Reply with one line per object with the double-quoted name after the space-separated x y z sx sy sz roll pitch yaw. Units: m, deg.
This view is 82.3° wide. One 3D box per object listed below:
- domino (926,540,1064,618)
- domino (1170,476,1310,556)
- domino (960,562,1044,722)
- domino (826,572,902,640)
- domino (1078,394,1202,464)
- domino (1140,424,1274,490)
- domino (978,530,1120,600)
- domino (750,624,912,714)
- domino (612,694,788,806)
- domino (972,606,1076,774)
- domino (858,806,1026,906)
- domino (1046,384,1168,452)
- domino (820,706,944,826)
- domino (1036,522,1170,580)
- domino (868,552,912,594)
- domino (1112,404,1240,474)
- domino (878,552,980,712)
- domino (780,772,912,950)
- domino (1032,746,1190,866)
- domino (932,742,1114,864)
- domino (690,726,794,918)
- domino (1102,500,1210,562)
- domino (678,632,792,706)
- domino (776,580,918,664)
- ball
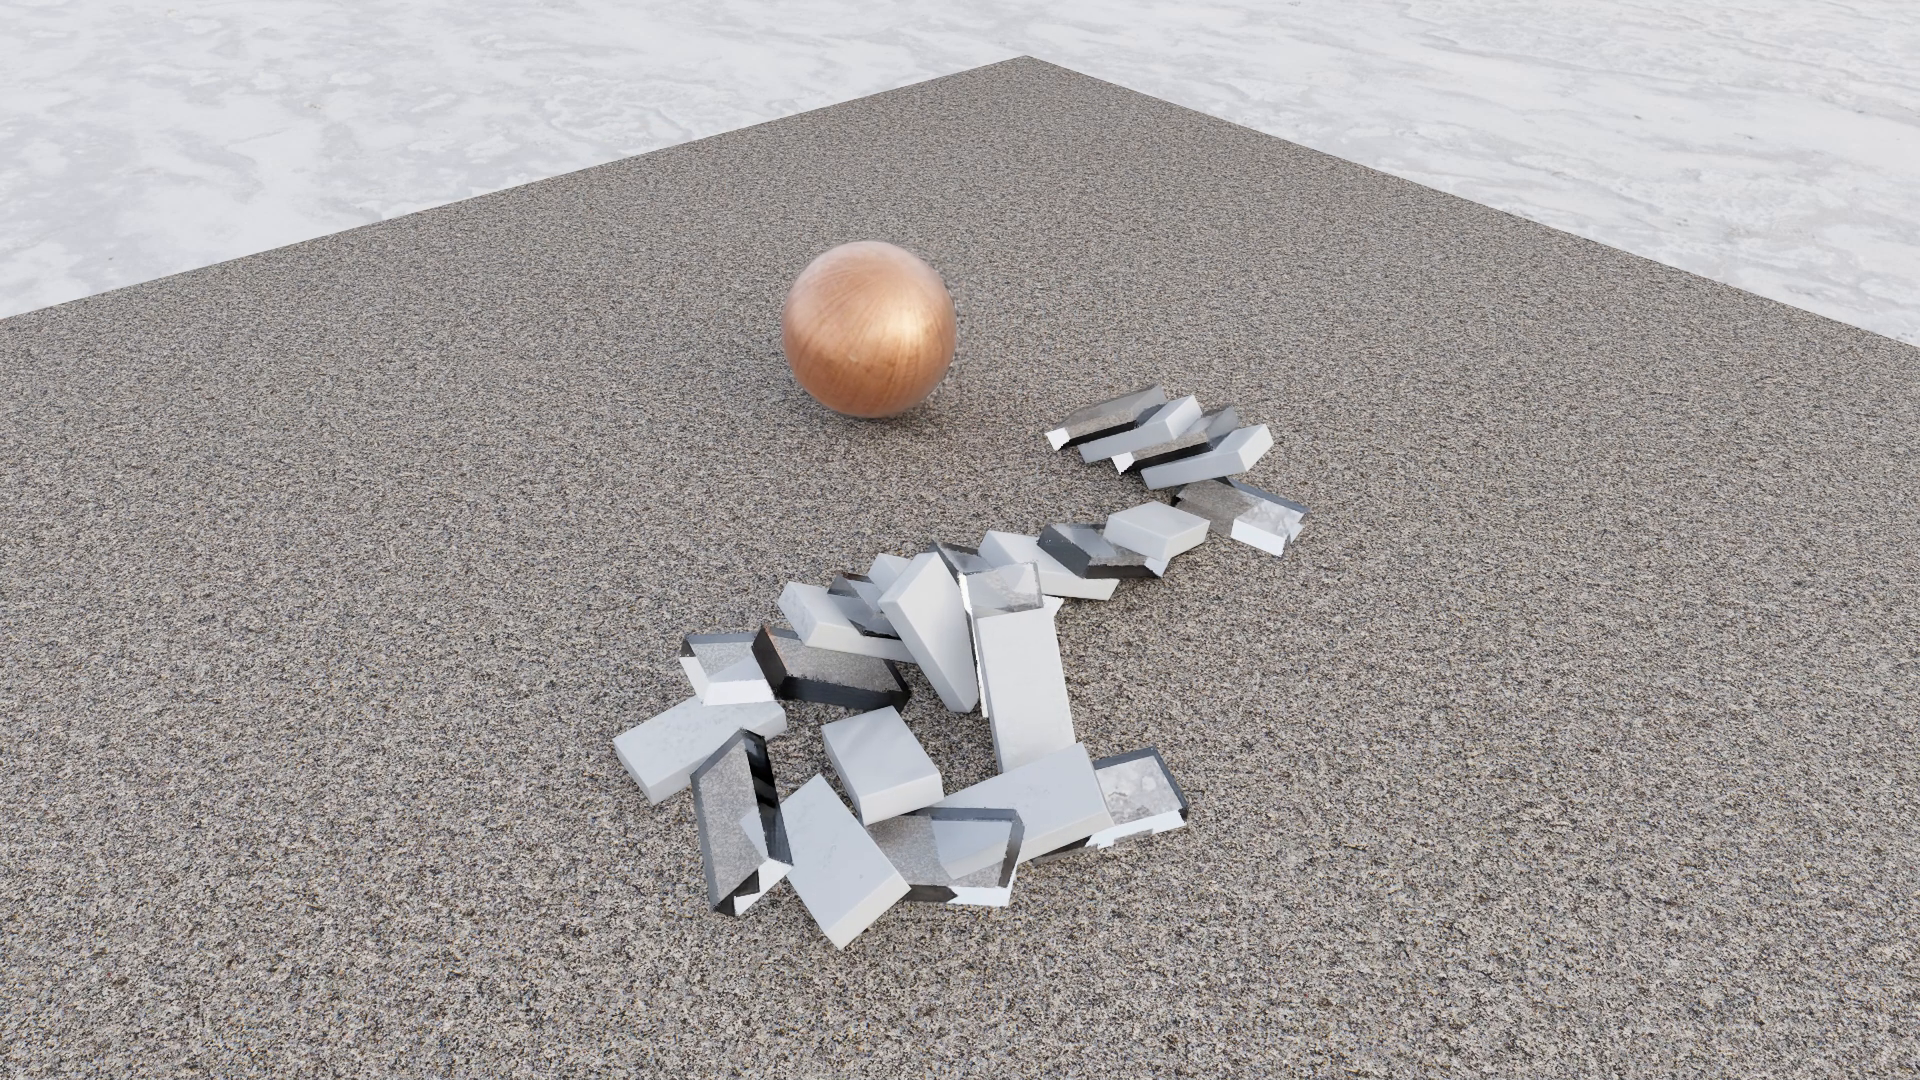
0.012 0.015 0.405 0.050 0.010 0.025 13 26 -40 "domino"
0.116 -0.012 0.459 0.050 0.010 0.025 24 45 27 "domino"
0.017 0.034 0.373 0.025 0.050 0.009 -10 4 -12 "domino"
-0.020 0.025 0.392 0.050 0.009 0.025 13 23 -45 "domino"
0.078 -0.048 0.480 0.050 0.010 0.025 -12 21 48 "domino"
0.104 -0.035 0.465 0.050 0.010 0.025 -10 23 48 "domino"
0.034 0.010 0.414 0.050 0.009 0.025 8 29 -39 "domino"
-0.043 0.044 0.368 0.050 0.010 0.025 16 23 -39 "domino"
-0.086 0.064 0.365 0.050 0.010 0.025 -27 47 -29 "domino"
0.021 0.049 0.359 0.025 0.009 0.050 -8 82 -10 "domino"
-0.008 0.091 0.318 0.050 0.010 0.025 -5 43 23 "domino"
0.065 -0.054 0.488 0.050 0.009 0.025 -12 22 49 "domino"
-0.025 0.069 0.345 0.025 0.009 0.050 -14 20 -16 "domino"
0.056 0.004 0.421 0.050 0.010 0.025 1 30 -45 "domino"
-0.007 0.019 0.398 0.050 0.010 0.025 14 22 -42 "domino"
0.092 -0.043 0.474 0.050 0.010 0.025 -13 21 47 "domino"
-0.006 0.032 0.373 0.010 0.050 0.025 -6 34 43 "domino"
-0.038 0.092 0.318 0.025 0.009 0.050 -38 38 -13 "domino"
0.043 0.082 0.343 0.050 0.010 0.025 -11 41 -13 "domino"
0.018 0.082 0.329 0.050 0.010 0.025 -23 43 5 "domino"
-0.066 0.084 0.330 0.025 0.009 0.050 -43 40 15 "domino"
0.078 -0.004 0.432 0.025 0.009 0.050 23 19 25 "domino"
-0.067 0.043 0.376 0.050 0.010 0.025 2 33 -37 "domino"
-0.037 0.029 0.385 0.050 0.009 0.025 15 22 -41 "domino"
-0.041 -0.096 0.505 0.080 0.080 0.080 0 39 0 "ball"
